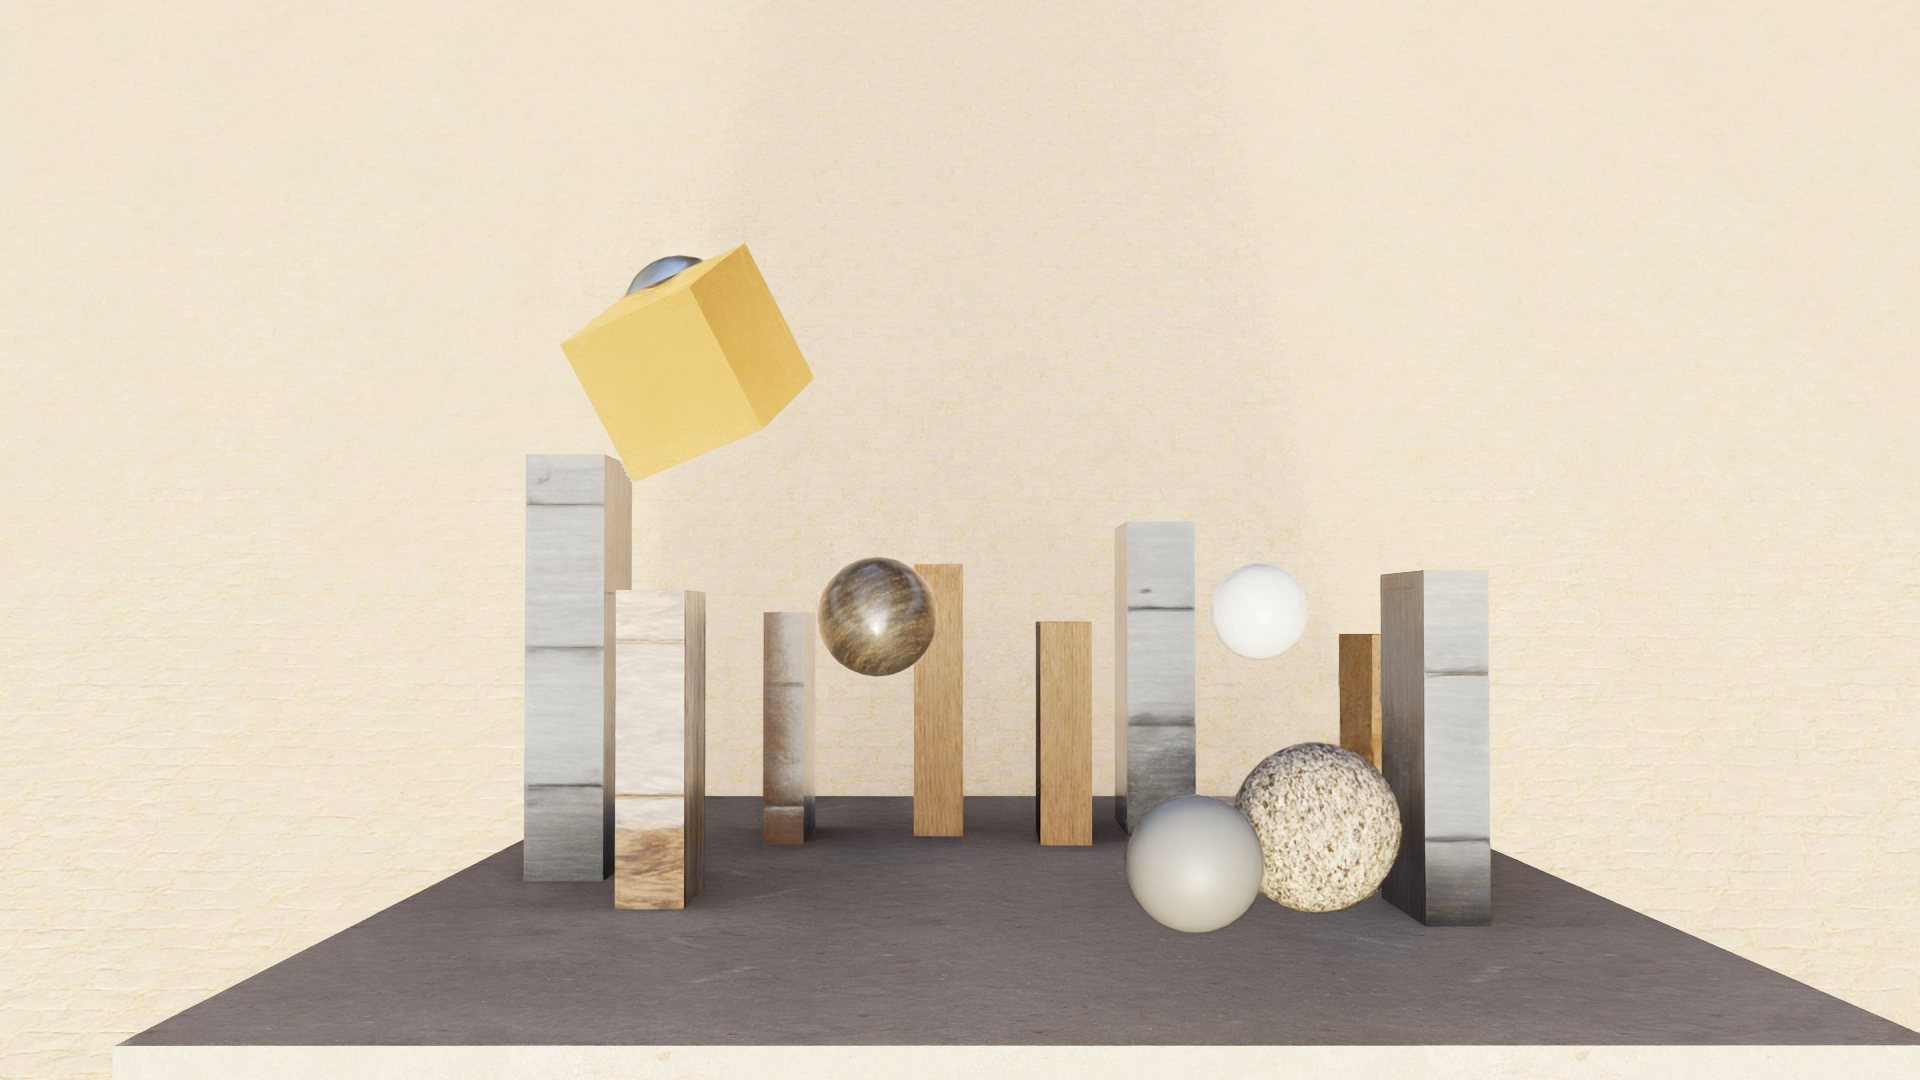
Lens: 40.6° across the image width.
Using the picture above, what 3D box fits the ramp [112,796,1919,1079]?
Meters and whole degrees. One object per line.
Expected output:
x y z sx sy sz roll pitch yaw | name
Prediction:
0.077 0.662 4.827 2.000 0.100 4.000 0 -2 0 | ramp

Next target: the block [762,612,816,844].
-0.365 0.395 5.592 0.084 0.479 0.433 0 -2 0 | block

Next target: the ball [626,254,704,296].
-0.279 -0.226 2.596 0.117 0.117 0.117 0 35 0 | ball

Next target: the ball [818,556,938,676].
-0.098 0.091 3.088 0.142 0.142 0.142 0 35 0 | ball

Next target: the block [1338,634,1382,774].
0.802 0.392 4.797 0.144 0.437 0.409 0 -2 0 | block

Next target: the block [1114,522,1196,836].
0.433 0.304 5.818 0.147 0.675 0.446 0 -2 0 | block

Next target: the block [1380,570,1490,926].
0.753 0.321 4.138 0.099 0.539 0.408 0 -2 0 | block

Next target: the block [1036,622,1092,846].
0.218 0.403 5.515 0.105 0.460 0.348 0 -2 0 | block

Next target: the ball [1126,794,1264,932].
0.254 0.350 2.814 0.149 0.149 0.149 0 35 0 | ball

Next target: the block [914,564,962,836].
-0.046 0.346 5.689 0.105 0.584 0.240 0 -2 0 | block

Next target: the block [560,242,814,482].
-0.254 -0.168 2.443 0.146 0.146 0.146 -21 15 24 | block

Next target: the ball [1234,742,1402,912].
0.402 0.325 2.938 0.191 0.191 0.191 0 35 0 | ball

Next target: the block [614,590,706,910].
-0.499 0.342 4.349 0.110 0.512 0.351 0 -2 0 | block

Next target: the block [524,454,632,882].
-0.704 0.232 4.813 0.140 0.759 0.394 0 -2 0 | block

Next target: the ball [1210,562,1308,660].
0.351 0.083 3.046 0.115 0.115 0.115 0 35 0 | ball
